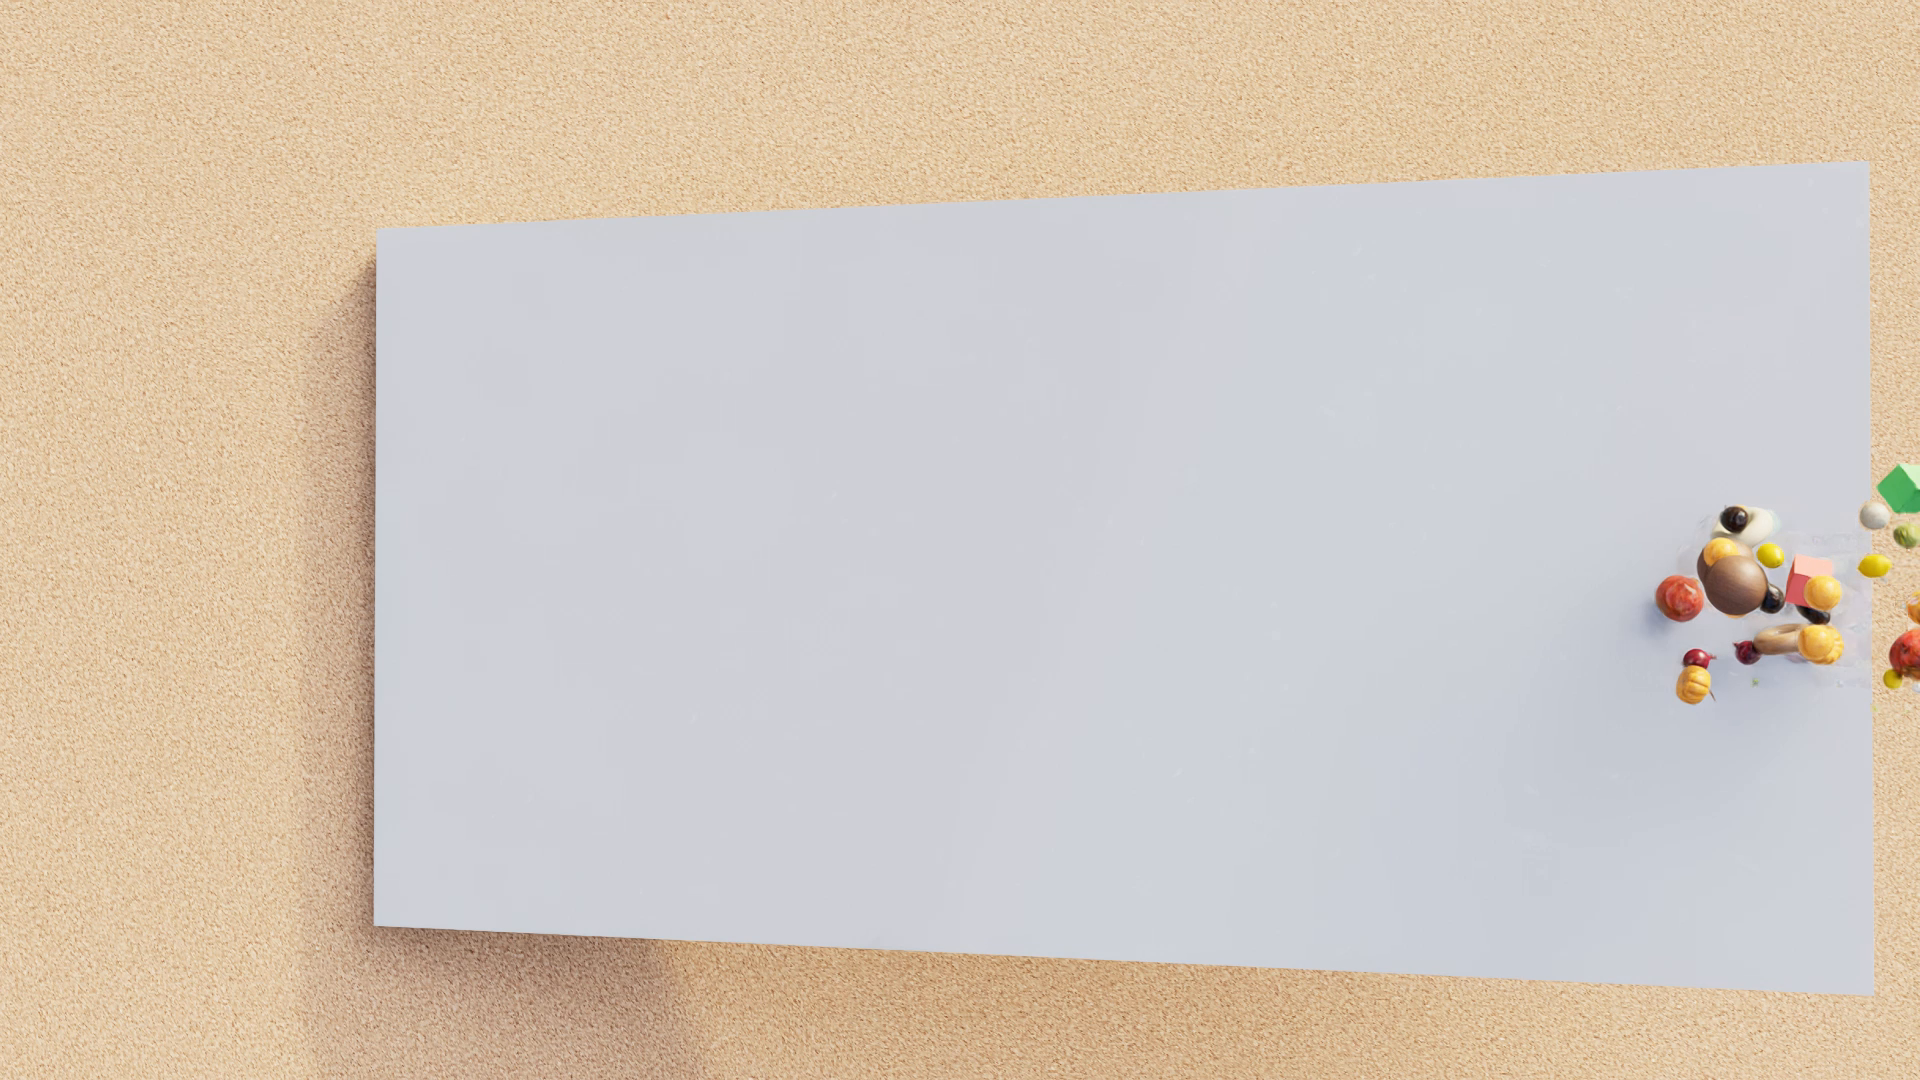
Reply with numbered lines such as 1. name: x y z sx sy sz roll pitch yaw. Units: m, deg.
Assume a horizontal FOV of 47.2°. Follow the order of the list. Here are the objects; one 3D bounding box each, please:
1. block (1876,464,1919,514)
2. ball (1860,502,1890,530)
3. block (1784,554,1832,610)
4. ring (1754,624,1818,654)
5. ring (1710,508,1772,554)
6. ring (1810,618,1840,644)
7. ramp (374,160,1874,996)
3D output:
1. block: 1.699 -0.091 3.942 0.063 0.063 0.063 2 48 -32
2. ball: 2.089 -0.054 5.023 0.064 0.064 0.064 0 89 0
3. block: 1.790 0.088 4.636 0.075 0.075 0.075 14 125 15
4. ring: 1.964 0.236 5.229 0.144 0.144 0.048 -15 96 0
5. ring: 1.790 -0.020 5.036 0.146 0.146 0.049 -34 106 0
6. ring: 2.033 0.214 5.171 0.077 0.077 0.026 35 110 0
7. ramp: 0.266 0.097 5.836 4.000 0.100 2.000 0 89 15
